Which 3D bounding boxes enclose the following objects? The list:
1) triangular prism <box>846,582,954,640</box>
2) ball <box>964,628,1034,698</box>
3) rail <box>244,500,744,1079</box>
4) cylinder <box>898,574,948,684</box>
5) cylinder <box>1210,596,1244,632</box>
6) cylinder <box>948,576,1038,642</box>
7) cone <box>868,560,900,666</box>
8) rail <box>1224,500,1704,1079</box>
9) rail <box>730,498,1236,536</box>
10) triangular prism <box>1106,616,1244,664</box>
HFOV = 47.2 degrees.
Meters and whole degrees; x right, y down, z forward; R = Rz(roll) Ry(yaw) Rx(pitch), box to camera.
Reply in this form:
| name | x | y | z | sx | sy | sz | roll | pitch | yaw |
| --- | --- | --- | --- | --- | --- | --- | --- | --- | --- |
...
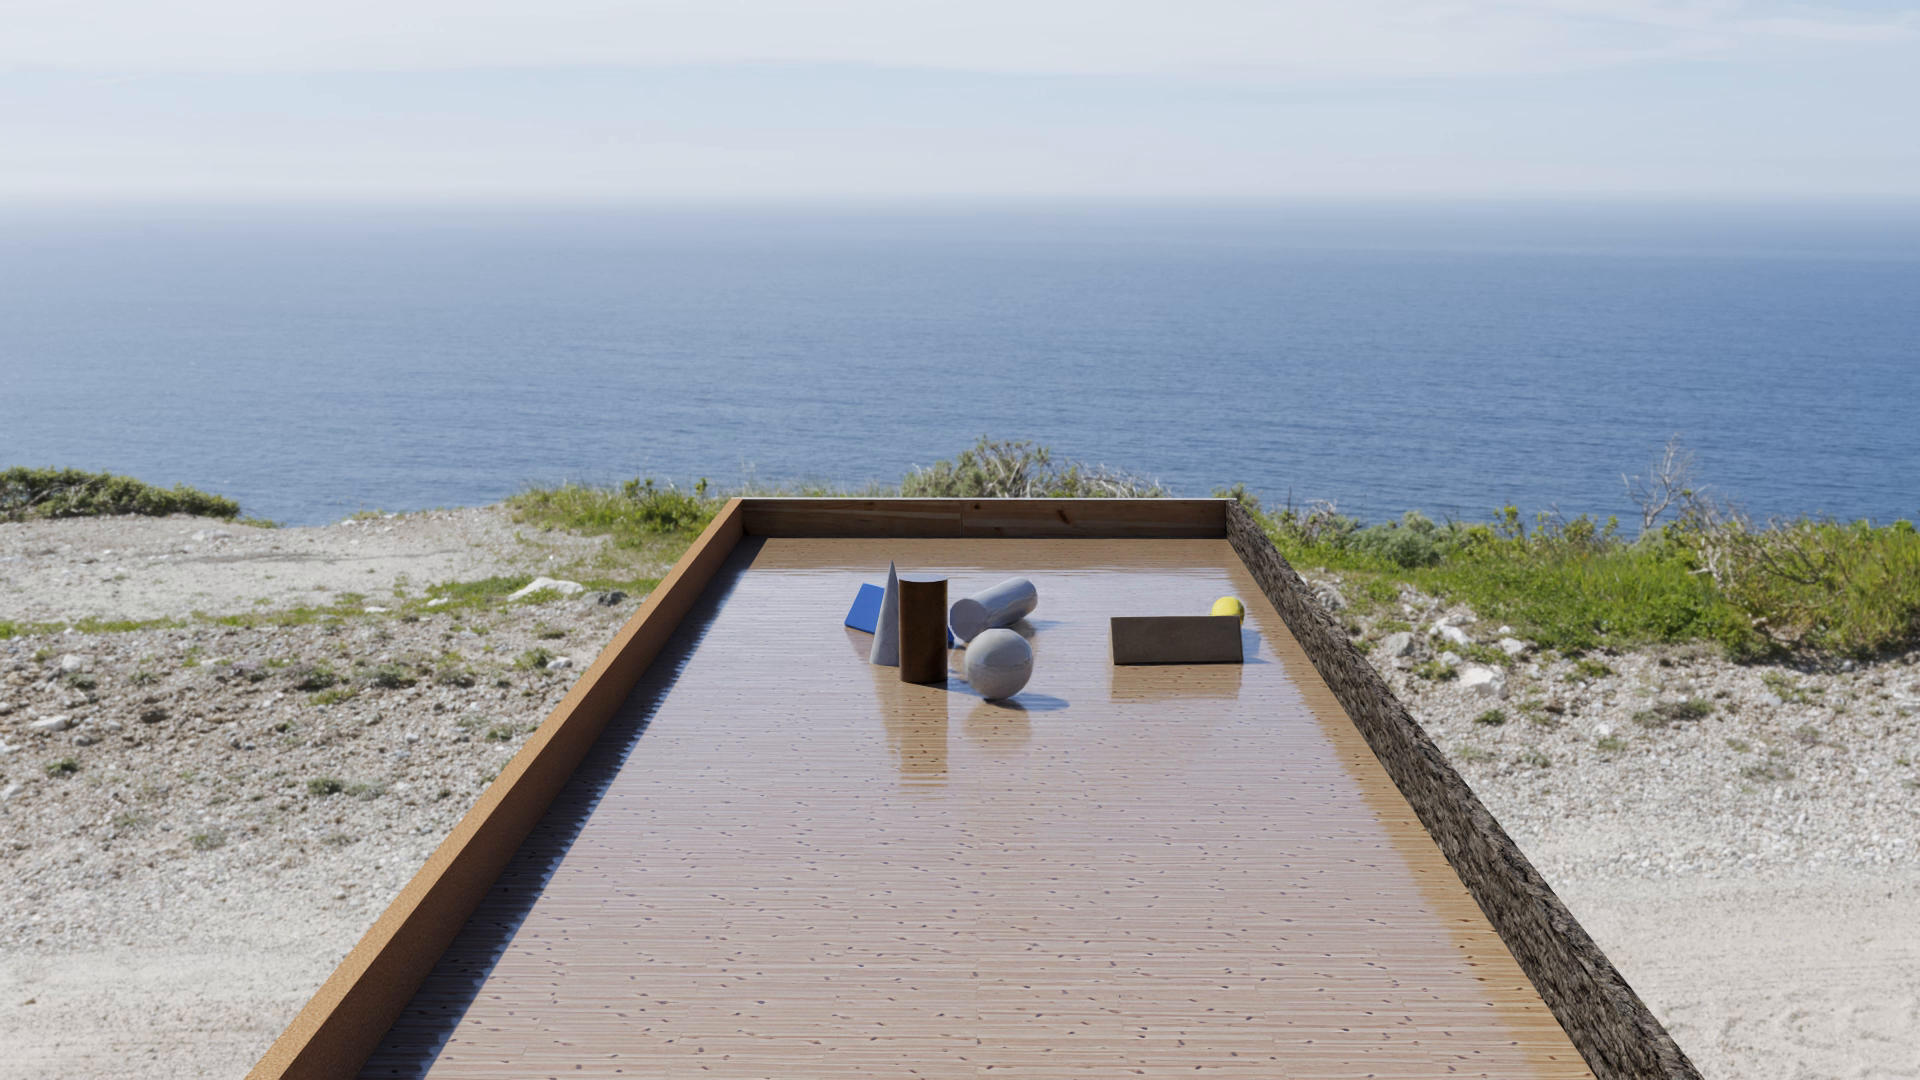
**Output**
| name | x | y | z | sx | sy | sz | roll | pitch | yaw |
| --- | --- | --- | --- | --- | --- | --- | --- | --- | --- |
| triangular prism | -0.199 | 0.232 | 7.093 | 0.155 | 0.134 | 0.409 | -6 | 11 | -35 |
| ball | 0.110 | 0.346 | 6.195 | 0.198 | 0.198 | 0.198 | 0 | 9 | 0 |
| rail | -1.004 | 0.839 | 3.234 | 0.050 | 0.150 | 12.000 | 0 | 9 | 1 |
| cylinder | -0.107 | 0.258 | 6.421 | 0.143 | 0.300 | 0.143 | 0 | 9 | 0 |
| cylinder | 0.846 | 0.266 | 6.997 | 0.105 | 0.105 | 0.398 | 1 | 9 | 9 |
| cylinder | 0.112 | 0.223 | 7.164 | 0.138 | 0.138 | 0.432 | 4 | 10 | 23 |
| cone | -0.205 | 0.209 | 6.665 | 0.145 | 0.321 | 0.145 | 0 | 9 | 0 |
| rail | 1.046 | 0.843 | 3.208 | 0.050 | 0.150 | 12.000 | 0 | 9 | 1 |
| rail | 0.099 | -0.098 | 9.147 | 2.100 | 0.150 | 0.050 | 0 | 9 | 1 |
| triangular prism | 0.656 | 0.296 | 6.707 | 0.396 | 0.130 | 0.150 | -1 | 9 | -4 |
